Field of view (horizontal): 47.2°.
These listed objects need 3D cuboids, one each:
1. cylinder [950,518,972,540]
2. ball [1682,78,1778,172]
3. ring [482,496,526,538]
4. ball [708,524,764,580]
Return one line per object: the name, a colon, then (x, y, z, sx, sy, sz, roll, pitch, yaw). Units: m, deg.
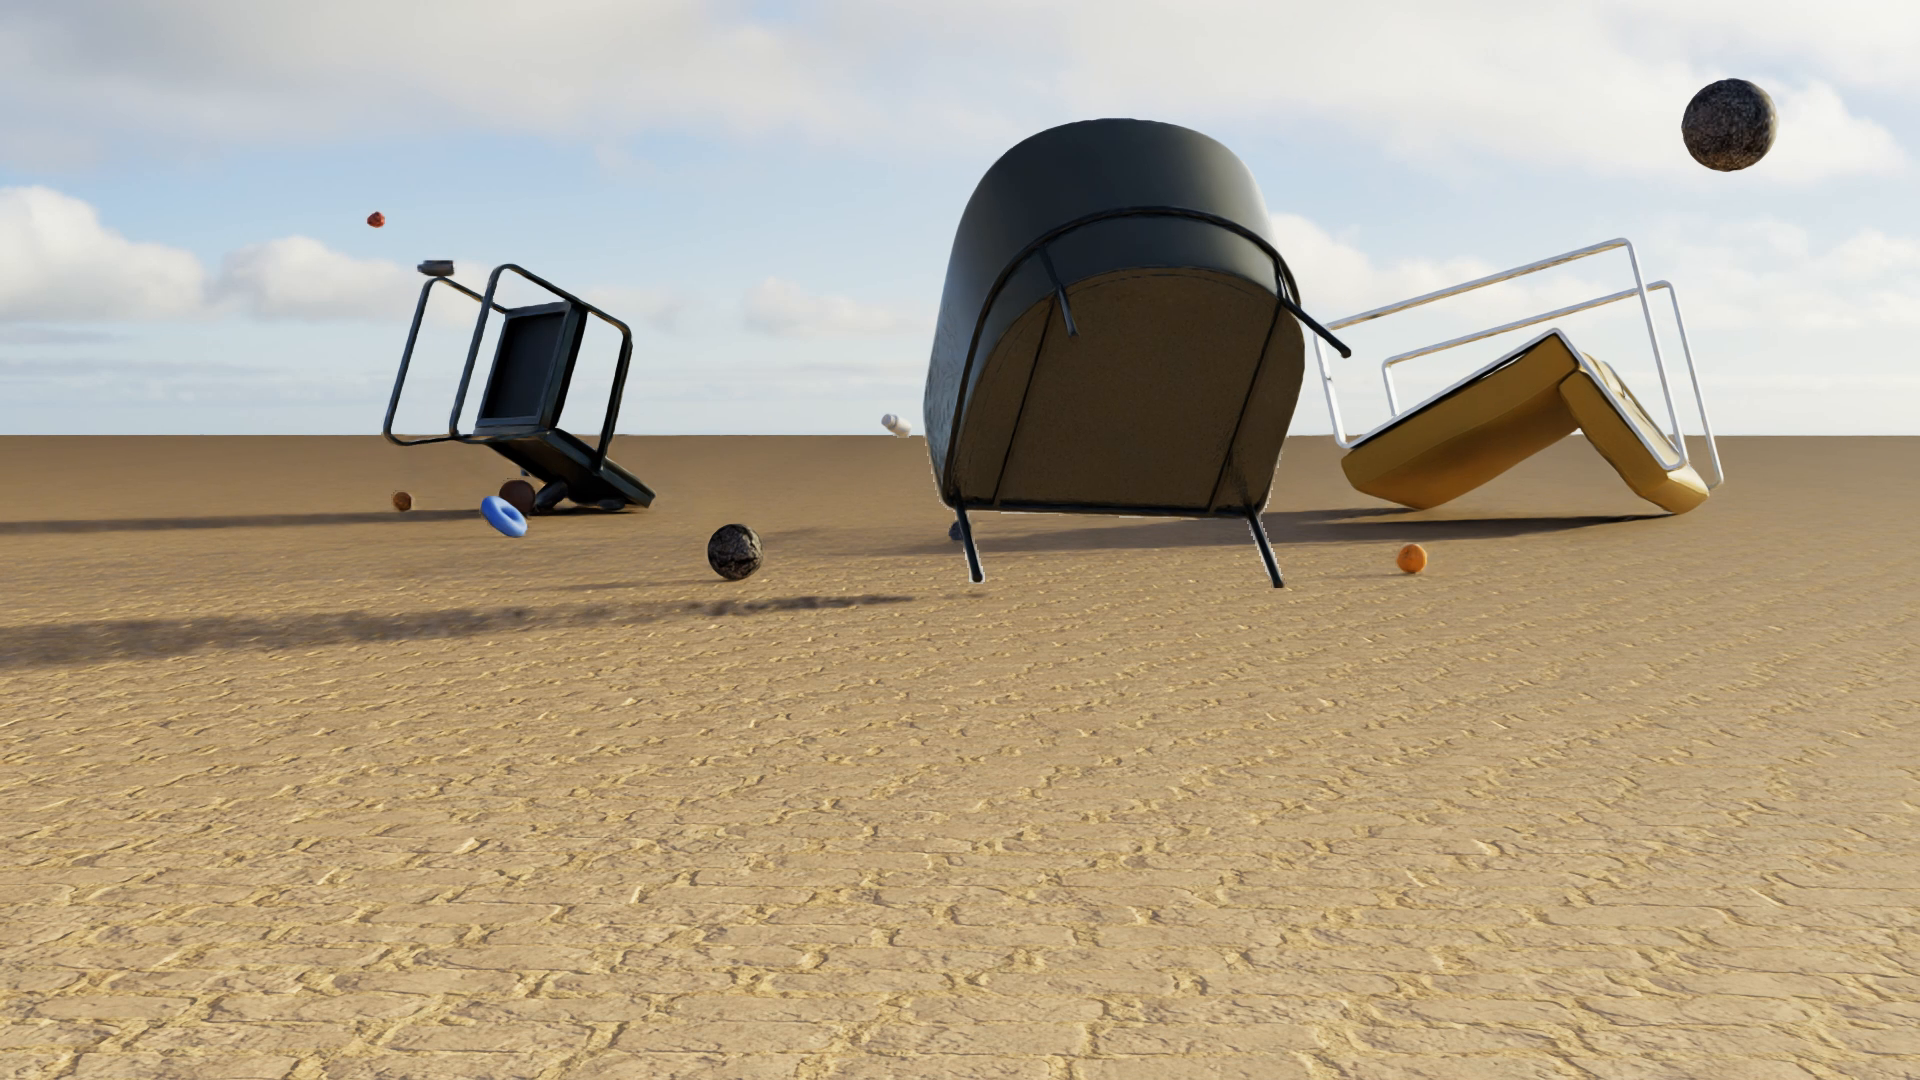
cylinder: (0.002, -0.031, 6.552, 0.071, 0.053, 0.103, -38, 3, 5)
ball: (1.701, -0.916, 4.858, 0.203, 0.203, 0.203, 0, 4, 0)
ring: (-1.386, -0.070, 6.683, 0.157, 0.051, 0.165, 28, 18, -50)
ball: (-0.527, 0.028, 5.172, 0.133, 0.133, 0.133, 0, 4, 0)
